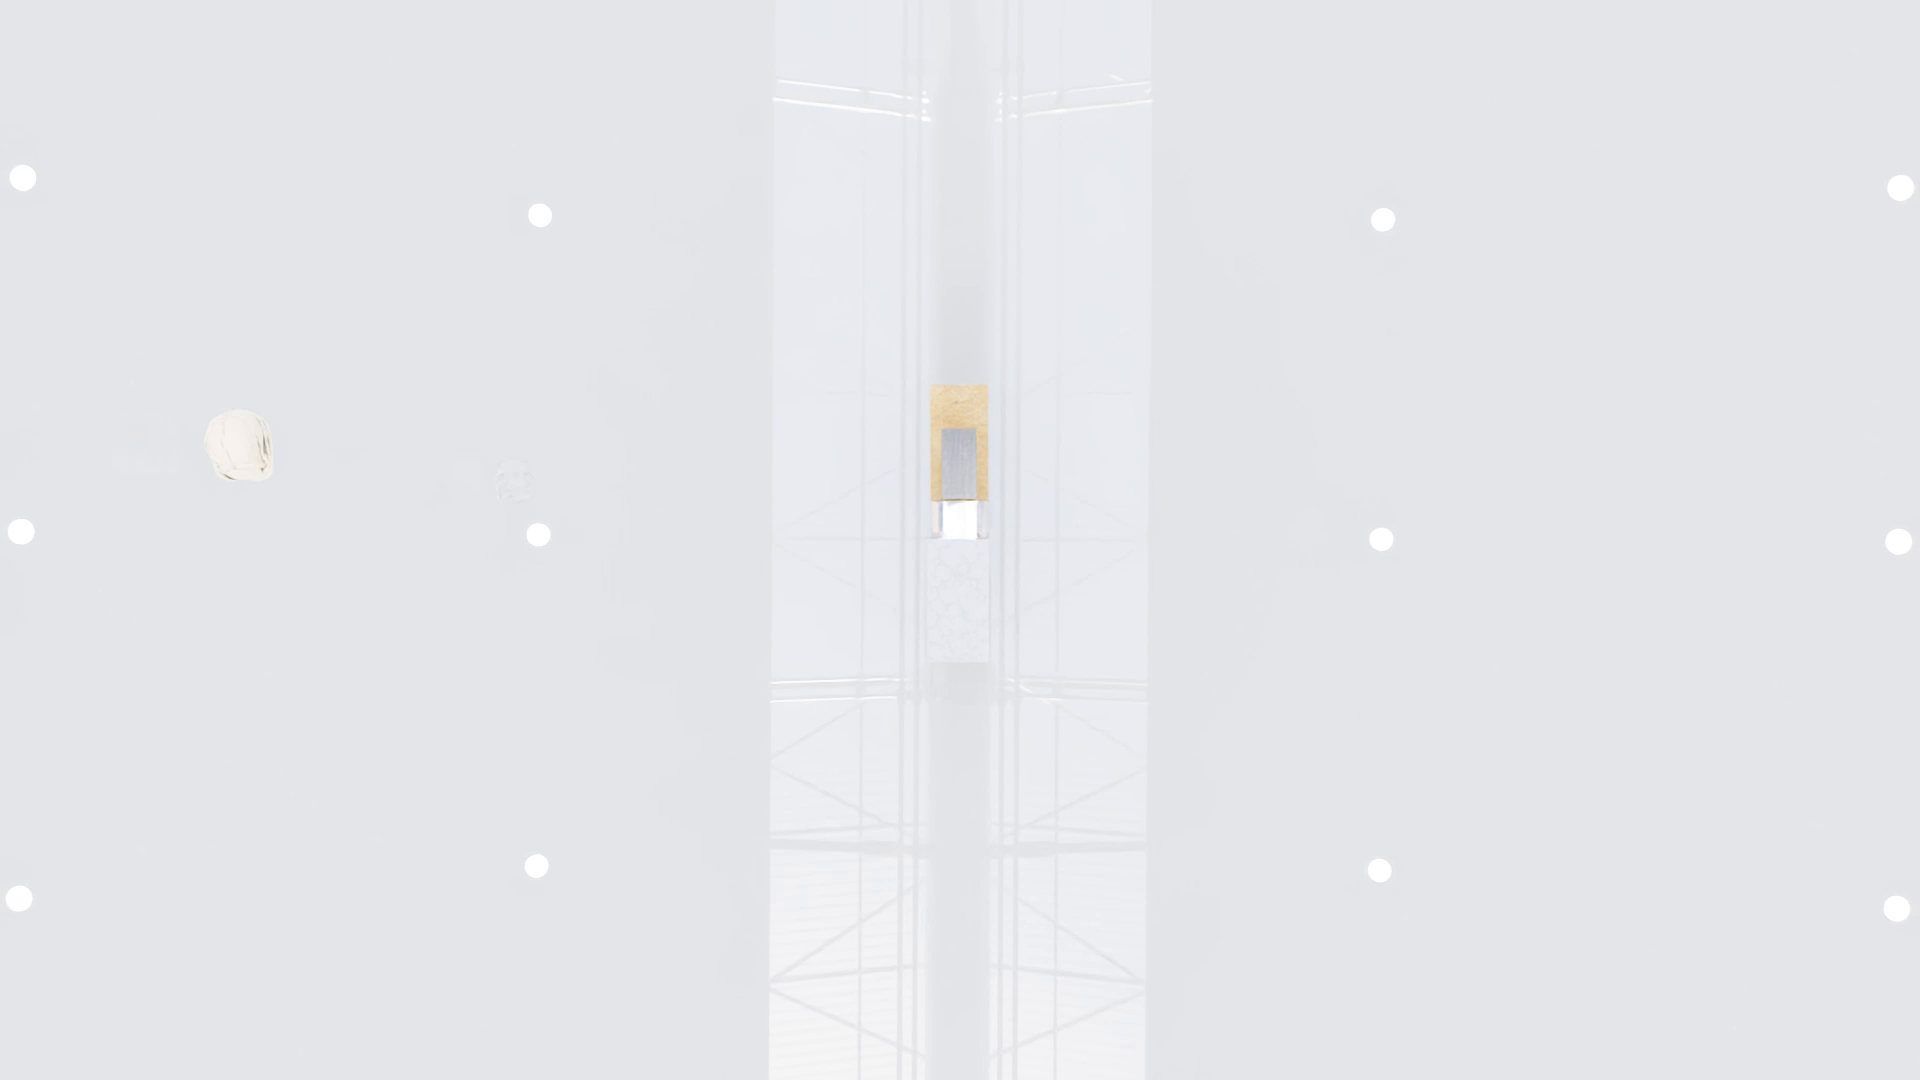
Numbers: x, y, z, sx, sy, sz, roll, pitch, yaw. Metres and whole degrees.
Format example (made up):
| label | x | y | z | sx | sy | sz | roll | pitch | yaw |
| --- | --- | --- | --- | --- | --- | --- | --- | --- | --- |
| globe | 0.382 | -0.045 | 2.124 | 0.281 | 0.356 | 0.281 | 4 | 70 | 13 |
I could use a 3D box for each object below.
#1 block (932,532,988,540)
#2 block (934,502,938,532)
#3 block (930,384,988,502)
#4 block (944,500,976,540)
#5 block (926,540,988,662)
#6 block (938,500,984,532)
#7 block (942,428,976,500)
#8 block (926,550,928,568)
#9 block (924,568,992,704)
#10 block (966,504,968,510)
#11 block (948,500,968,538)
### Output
| label | x | y | z | sx | sy | sz | roll | pitch | yaw |
| --- | --- | --- | --- | --- | --- | --- | --- | --- | --- |
| block | 0.001 | 0.142 | 4.783 | 0.164 | 0.047 | 0.328 | 0 | 90 | 0 |
| block | -0.004 | -0.030 | 5.158 | 0.160 | 0.045 | 0.319 | 0 | 90 | 0 |
| block | -0.002 | -0.256 | 4.351 | 0.152 | 0.043 | 0.304 | 0 | 90 | 0 |
| block | 0.000 | -0.017 | 4.317 | 0.086 | 0.024 | 0.171 | 0 | 90 | 0 |
| block | -0.005 | 0.140 | 3.811 | 0.142 | 0.040 | 0.283 | 0 | 90 | 0 |
| block | 0.003 | -0.160 | 4.848 | 0.134 | 0.038 | 0.268 | 0 | 90 | 0 |
| block | -0.002 | -0.191 | 4.139 | 0.088 | 0.025 | 0.175 | 0 | 89 | 0 |
| block | -0.005 | 0.046 | 4.068 | 0.142 | 0.474 | 0.040 | 0 | 90 | 0 |
| block | -0.006 | 0.240 | 4.139 | 0.169 | 0.048 | 0.338 | 0 | 90 | 0 |
| block | -0.005 | -0.086 | 4.257 | 0.048 | 0.096 | 0.014 | 1 | 90 | 0 |
| block | -0.007 | -0.053 | 4.202 | 0.048 | 0.014 | 0.096 | -3 | 90 | 0 |
